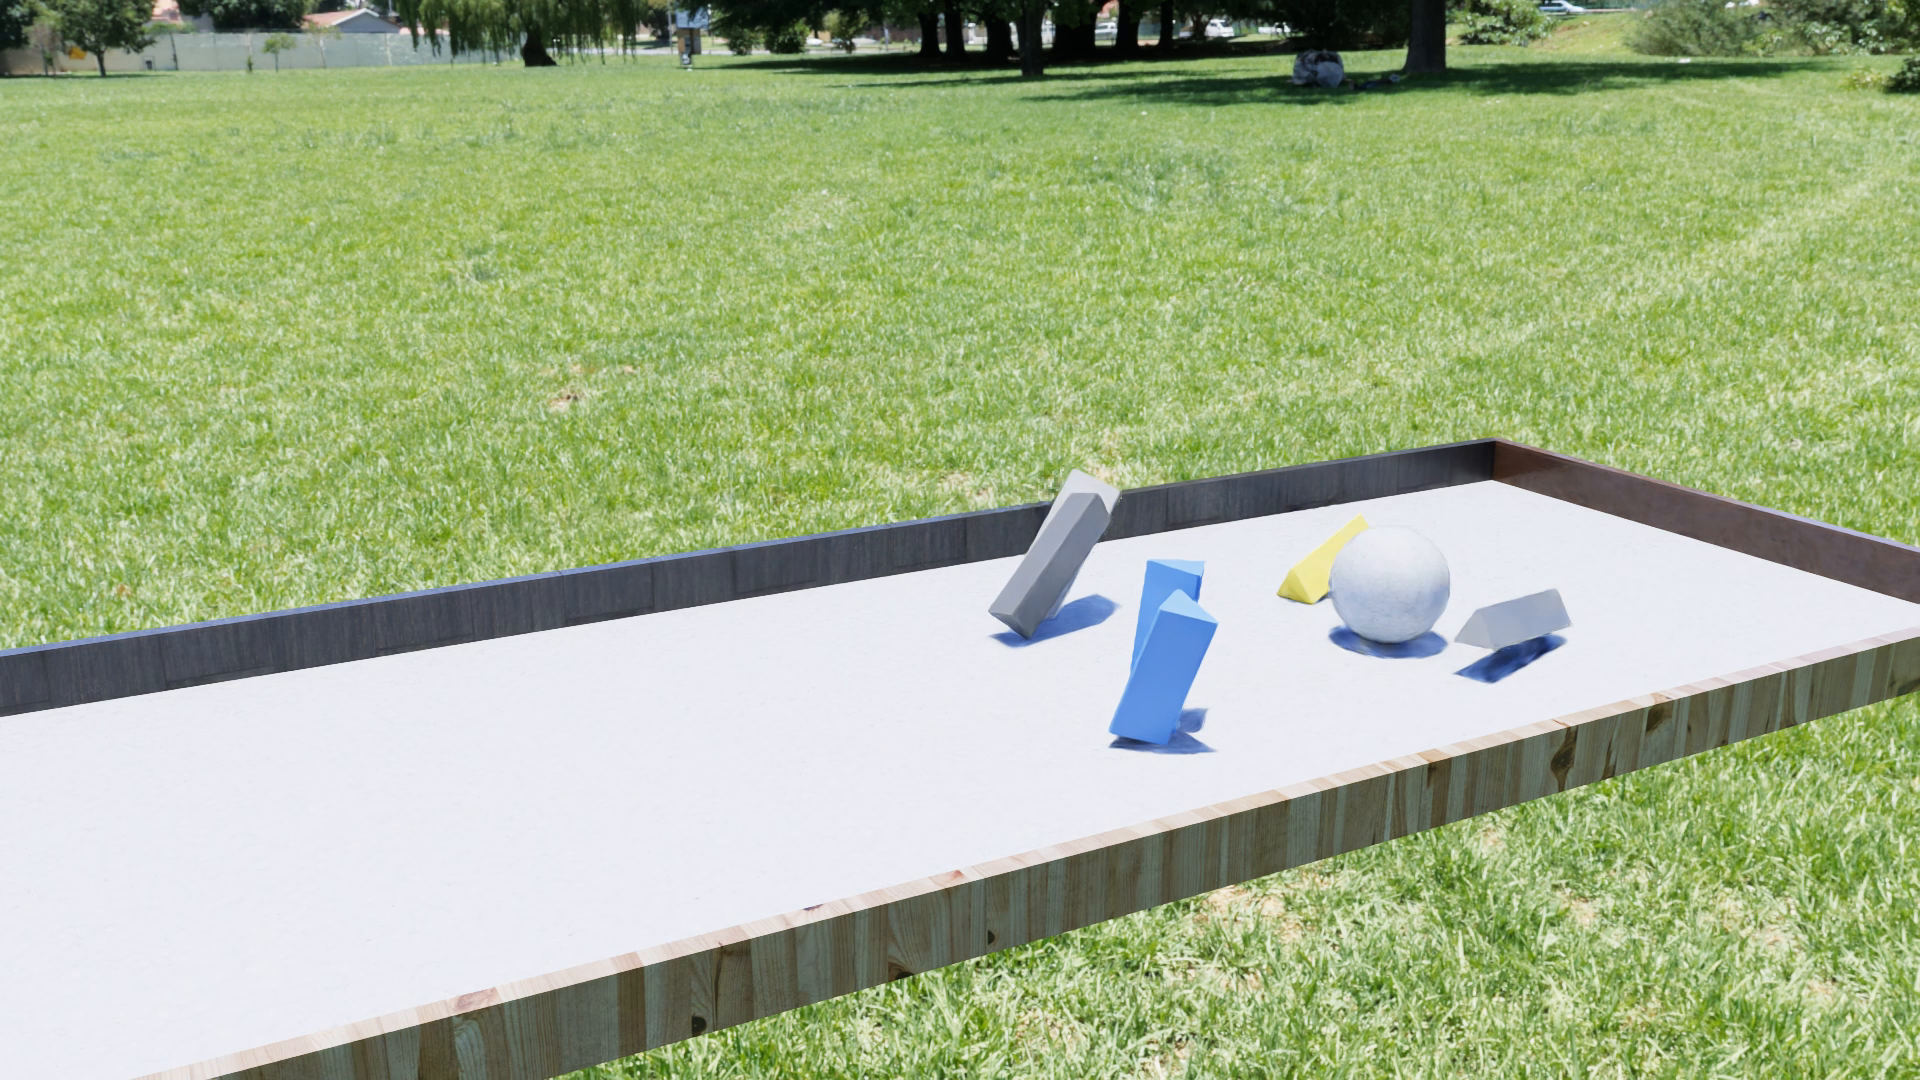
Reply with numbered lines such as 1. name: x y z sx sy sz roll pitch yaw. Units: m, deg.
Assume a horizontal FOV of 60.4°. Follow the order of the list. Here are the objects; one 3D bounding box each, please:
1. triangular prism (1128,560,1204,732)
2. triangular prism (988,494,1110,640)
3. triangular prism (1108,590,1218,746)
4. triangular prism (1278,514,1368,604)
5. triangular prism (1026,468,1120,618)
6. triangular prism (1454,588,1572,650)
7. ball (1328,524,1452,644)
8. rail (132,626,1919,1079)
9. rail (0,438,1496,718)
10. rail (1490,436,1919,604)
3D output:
1. triangular prism: 0.505 0.238 3.854 0.147 0.379 0.127 19 18 38
2. triangular prism: 0.251 0.053 4.448 0.133 0.417 0.115 34 -17 5
3. triangular prism: 0.448 0.281 3.733 0.142 0.332 0.123 14 25 -11
4. triangular prism: 1.082 0.046 4.847 0.120 0.104 0.372 16 37 41
5. triangular prism: 0.284 0.027 4.602 0.149 0.416 0.129 27 -18 7
6. triangular prism: 1.445 0.195 4.282 0.110 0.095 0.458 12 13 42
7. ball: 1.144 0.117 4.395 0.316 0.316 0.316 0 16 0
8. rail: -2.336 1.006 1.665 12.000 0.150 0.050 -9 18 -27
9. rail: -3.305 0.497 3.399 12.000 0.150 0.050 -9 18 -27
10. rail: 2.466 -0.048 5.253 0.050 0.150 2.100 -9 18 -27
